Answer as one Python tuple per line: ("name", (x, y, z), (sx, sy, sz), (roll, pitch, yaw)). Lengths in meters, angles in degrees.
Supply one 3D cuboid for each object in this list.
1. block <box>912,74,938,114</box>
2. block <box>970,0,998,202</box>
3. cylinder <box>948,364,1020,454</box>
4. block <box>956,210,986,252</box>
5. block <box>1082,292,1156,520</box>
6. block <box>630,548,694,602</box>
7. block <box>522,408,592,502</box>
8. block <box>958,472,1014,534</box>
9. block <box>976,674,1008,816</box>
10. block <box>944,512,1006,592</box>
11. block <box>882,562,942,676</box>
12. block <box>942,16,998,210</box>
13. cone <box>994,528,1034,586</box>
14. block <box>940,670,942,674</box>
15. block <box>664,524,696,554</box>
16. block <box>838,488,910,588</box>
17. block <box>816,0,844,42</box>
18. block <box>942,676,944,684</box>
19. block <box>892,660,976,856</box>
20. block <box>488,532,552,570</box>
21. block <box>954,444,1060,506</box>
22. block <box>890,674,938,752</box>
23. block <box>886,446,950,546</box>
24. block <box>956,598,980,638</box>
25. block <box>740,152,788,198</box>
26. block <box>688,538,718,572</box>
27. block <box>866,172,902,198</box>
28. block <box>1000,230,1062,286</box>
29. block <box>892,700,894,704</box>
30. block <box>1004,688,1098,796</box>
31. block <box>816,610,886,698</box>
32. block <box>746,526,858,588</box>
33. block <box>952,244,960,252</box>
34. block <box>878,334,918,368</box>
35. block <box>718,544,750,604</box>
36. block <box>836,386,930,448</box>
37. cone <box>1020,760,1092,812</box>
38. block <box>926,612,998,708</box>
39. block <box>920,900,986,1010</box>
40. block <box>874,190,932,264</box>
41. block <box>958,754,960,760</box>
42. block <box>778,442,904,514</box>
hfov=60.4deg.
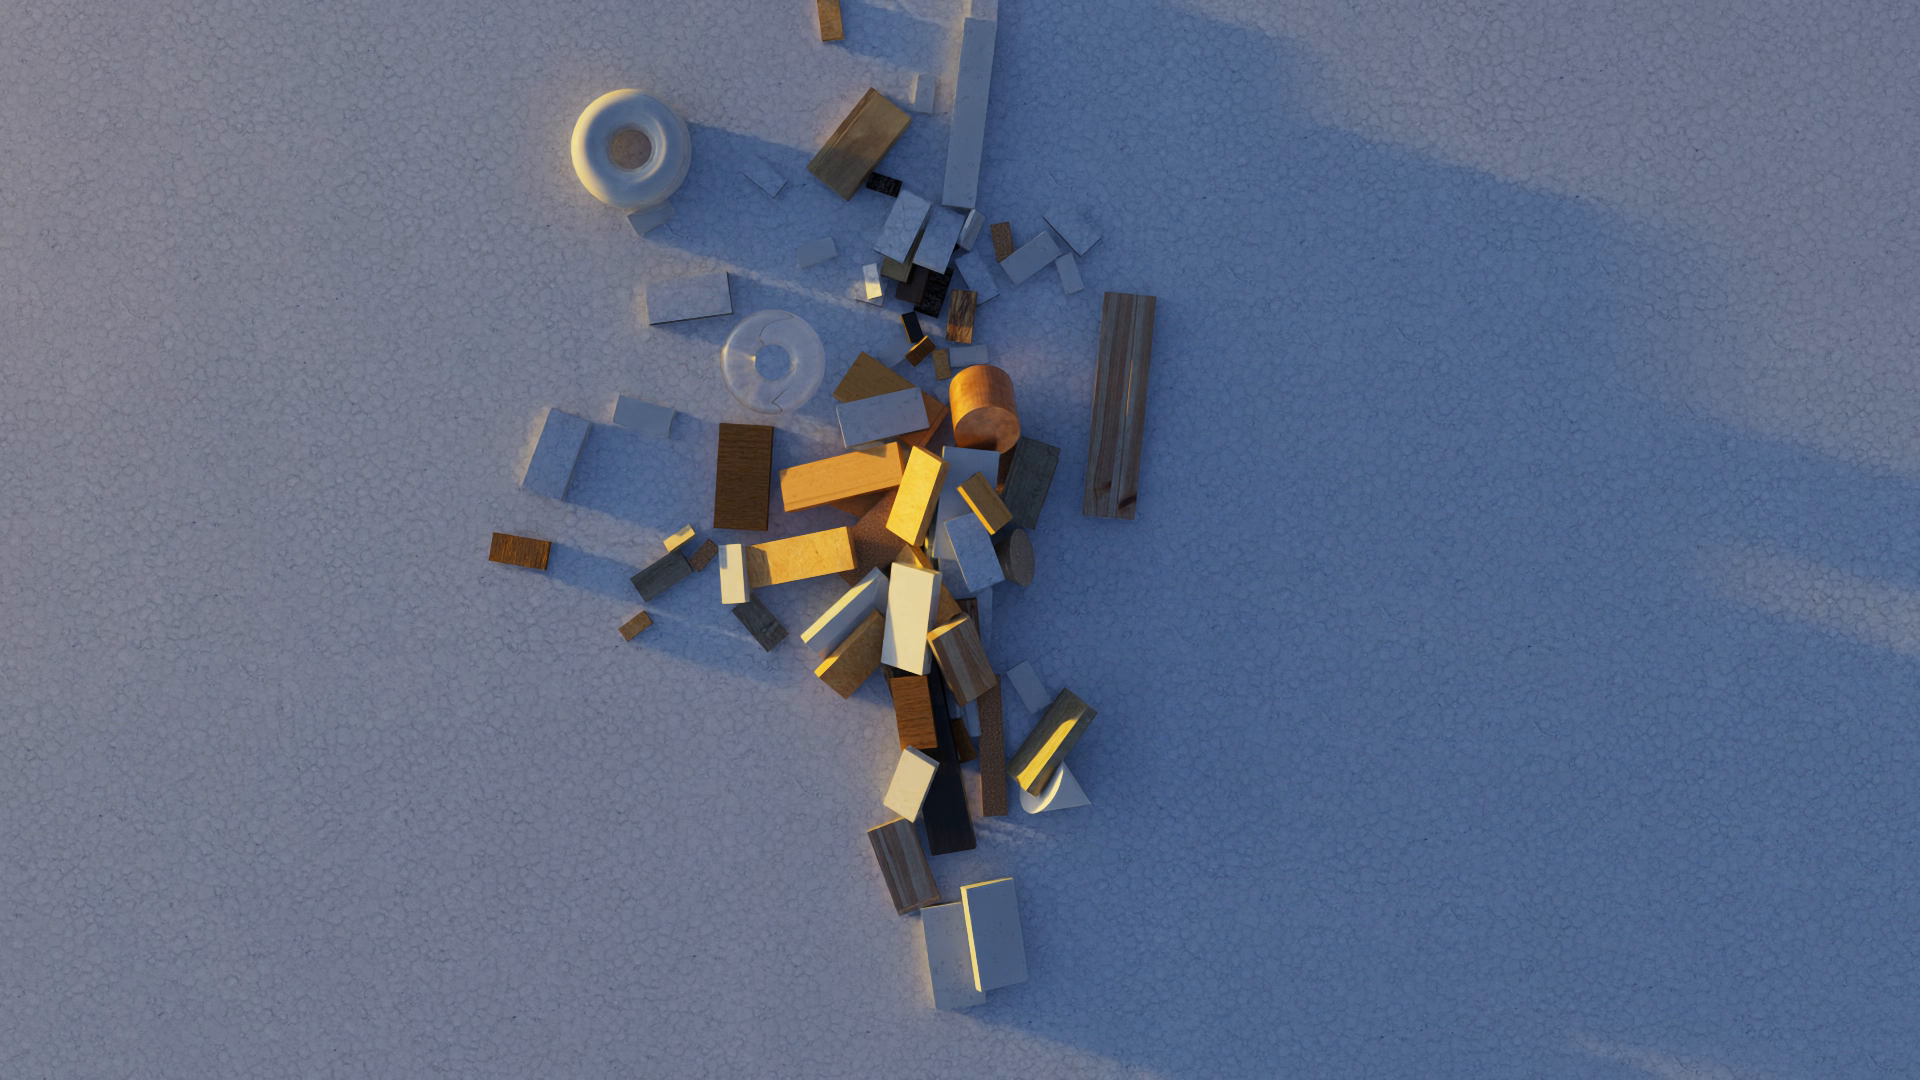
("block", (-0.117, -1.485, 5.491), (0.063, 0.018, 0.125), (9, 90, 0))
("block", (0.055, -1.537, 5.487), (0.092, 0.026, 0.840), (6, 90, 0))
("cylinder", (0.079, -0.419, 5.350), (0.213, 0.213, 0.213), (-3, 134, -3))
("block", (0.037, -1.027, 5.470), (0.018, 0.063, 0.125), (24, 90, 37))
("block", (0.528, -0.444, 5.476), (0.171, 0.048, 0.742), (6, 90, 0))
("block", (-0.991, 0.117, 5.487), (0.189, 0.027, 0.095), (-33, 90, 0))
("block", (-1.340, -0.284, 5.480), (0.140, 0.040, 0.279), (21, 90, 0))
("block", (0.081, -0.118, 5.242), (0.092, 0.026, 0.184), (-40, 97, -31))
("block", (0.105, 0.683, 5.488), (0.082, 0.023, 0.467), (-3, 90, 0))
("block", (0.046, 0.035, 5.263), (0.120, 0.034, 0.239), (-21, 95, -4))
("block", (-0.158, 0.253, 5.350), (0.168, 0.048, 0.337), (15, 104, 33))
("block", (0.032, -1.410, 5.458), (0.109, 0.031, 0.625), (7, 90, 0))
("cone", (0.120, 0.070, 5.457), (0.192, 0.192, 0.192), (-8, 90, 27))
("block", (-0.019, 0.373, 5.411), (0.080, 0.023, 0.160), (14, 115, 20))
("block", (-0.930, -0.004, 5.478), (0.104, 0.015, 0.052), (-35, 52, 0))
("block", (-0.250, -0.024, 5.428), (0.400, 0.048, 0.168), (-44, 92, 5))
("block", (-0.432, -1.739, 5.490), (0.073, 0.021, 0.147), (-7, 90, 0))
("block", (-0.084, 0.475, 5.475), (0.061, 0.017, 0.122), (-6, 90, 35))
("block", (-0.083, 0.720, 5.444), (0.149, 0.042, 0.634), (-11, 94, 8))
("block", (-1.464, 0.037, 5.487), (0.189, 0.027, 0.095), (10, 90, 0))
("block", (0.140, -0.245, 5.476), (0.341, 0.048, 0.171), (19, 90, 0))
("block", (-0.149, 0.564, 5.397), (0.120, 0.034, 0.239), (-8, 95, 8))
("block", (-0.136, -0.141, 5.302), (0.144, 0.041, 0.287), (33, 111, 41))
("block", (0.024, 0.296, 5.408), (0.080, 0.023, 0.217), (-6, 109, -3))
("block", (-0.654, -1.212, 5.490), (0.147, 0.021, 0.073), (39, 90, 0))
("block", (-0.852, 0.051, 5.493), (0.052, 0.015, 0.104), (42, 90, 0))
("block", (-0.253, -1.184, 5.492), (0.110, 0.016, 0.055), (18, 90, 0))
("block", (0.235, -0.936, 5.476), (0.184, 0.026, 0.092), (-35, 104, 0))
("block", (-0.162, 0.596, 5.488), (0.082, 0.023, 0.165), (-20, 90, 0))
("block", (0.297, 0.661, 5.412), (0.048, 0.170, 0.340), (37, 89, -29))
("block", (-0.328, 0.378, 5.441), (0.287, 0.041, 0.144), (-46, 126, 0))
("block", (-0.526, 0.058, 5.423), (0.376, 0.040, 0.140), (-11, 90, 18))
("block", (-0.056, -1.002, 5.492), (0.055, 0.016, 0.110), (-37, 90, 0))
("block", (-0.204, -0.630, 5.491), (0.131, 0.019, 0.066), (-35, 90, 0))
("block", (-0.750, 0.112, 5.467), (0.092, 0.026, 0.194), (-4, 90, 28))
("block", (-0.253, -0.401, 5.407), (0.282, 0.040, 0.141), (-13, 84, -7))
("cone", (0.353, 0.835, 5.451), (0.220, 0.220, 0.220), (27, 90, -27))
("block", (0.008, 0.389, 5.360), (0.149, 0.042, 0.298), (-31, 125, -13))
("block", (-0.021, 1.375, 5.476), (0.170, 0.048, 0.340), (-8, 90, 0))
("block", (-0.188, -1.030, 5.429), (0.109, 0.031, 0.219), (26, 91, 6))
("block", (-0.079, 0.605, 5.471), (0.061, 0.017, 0.285), (-20, 93, 26))
("block", (-0.386, -0.204, 5.420), (0.415, 0.040, 0.141), (-13, 78, 13))
